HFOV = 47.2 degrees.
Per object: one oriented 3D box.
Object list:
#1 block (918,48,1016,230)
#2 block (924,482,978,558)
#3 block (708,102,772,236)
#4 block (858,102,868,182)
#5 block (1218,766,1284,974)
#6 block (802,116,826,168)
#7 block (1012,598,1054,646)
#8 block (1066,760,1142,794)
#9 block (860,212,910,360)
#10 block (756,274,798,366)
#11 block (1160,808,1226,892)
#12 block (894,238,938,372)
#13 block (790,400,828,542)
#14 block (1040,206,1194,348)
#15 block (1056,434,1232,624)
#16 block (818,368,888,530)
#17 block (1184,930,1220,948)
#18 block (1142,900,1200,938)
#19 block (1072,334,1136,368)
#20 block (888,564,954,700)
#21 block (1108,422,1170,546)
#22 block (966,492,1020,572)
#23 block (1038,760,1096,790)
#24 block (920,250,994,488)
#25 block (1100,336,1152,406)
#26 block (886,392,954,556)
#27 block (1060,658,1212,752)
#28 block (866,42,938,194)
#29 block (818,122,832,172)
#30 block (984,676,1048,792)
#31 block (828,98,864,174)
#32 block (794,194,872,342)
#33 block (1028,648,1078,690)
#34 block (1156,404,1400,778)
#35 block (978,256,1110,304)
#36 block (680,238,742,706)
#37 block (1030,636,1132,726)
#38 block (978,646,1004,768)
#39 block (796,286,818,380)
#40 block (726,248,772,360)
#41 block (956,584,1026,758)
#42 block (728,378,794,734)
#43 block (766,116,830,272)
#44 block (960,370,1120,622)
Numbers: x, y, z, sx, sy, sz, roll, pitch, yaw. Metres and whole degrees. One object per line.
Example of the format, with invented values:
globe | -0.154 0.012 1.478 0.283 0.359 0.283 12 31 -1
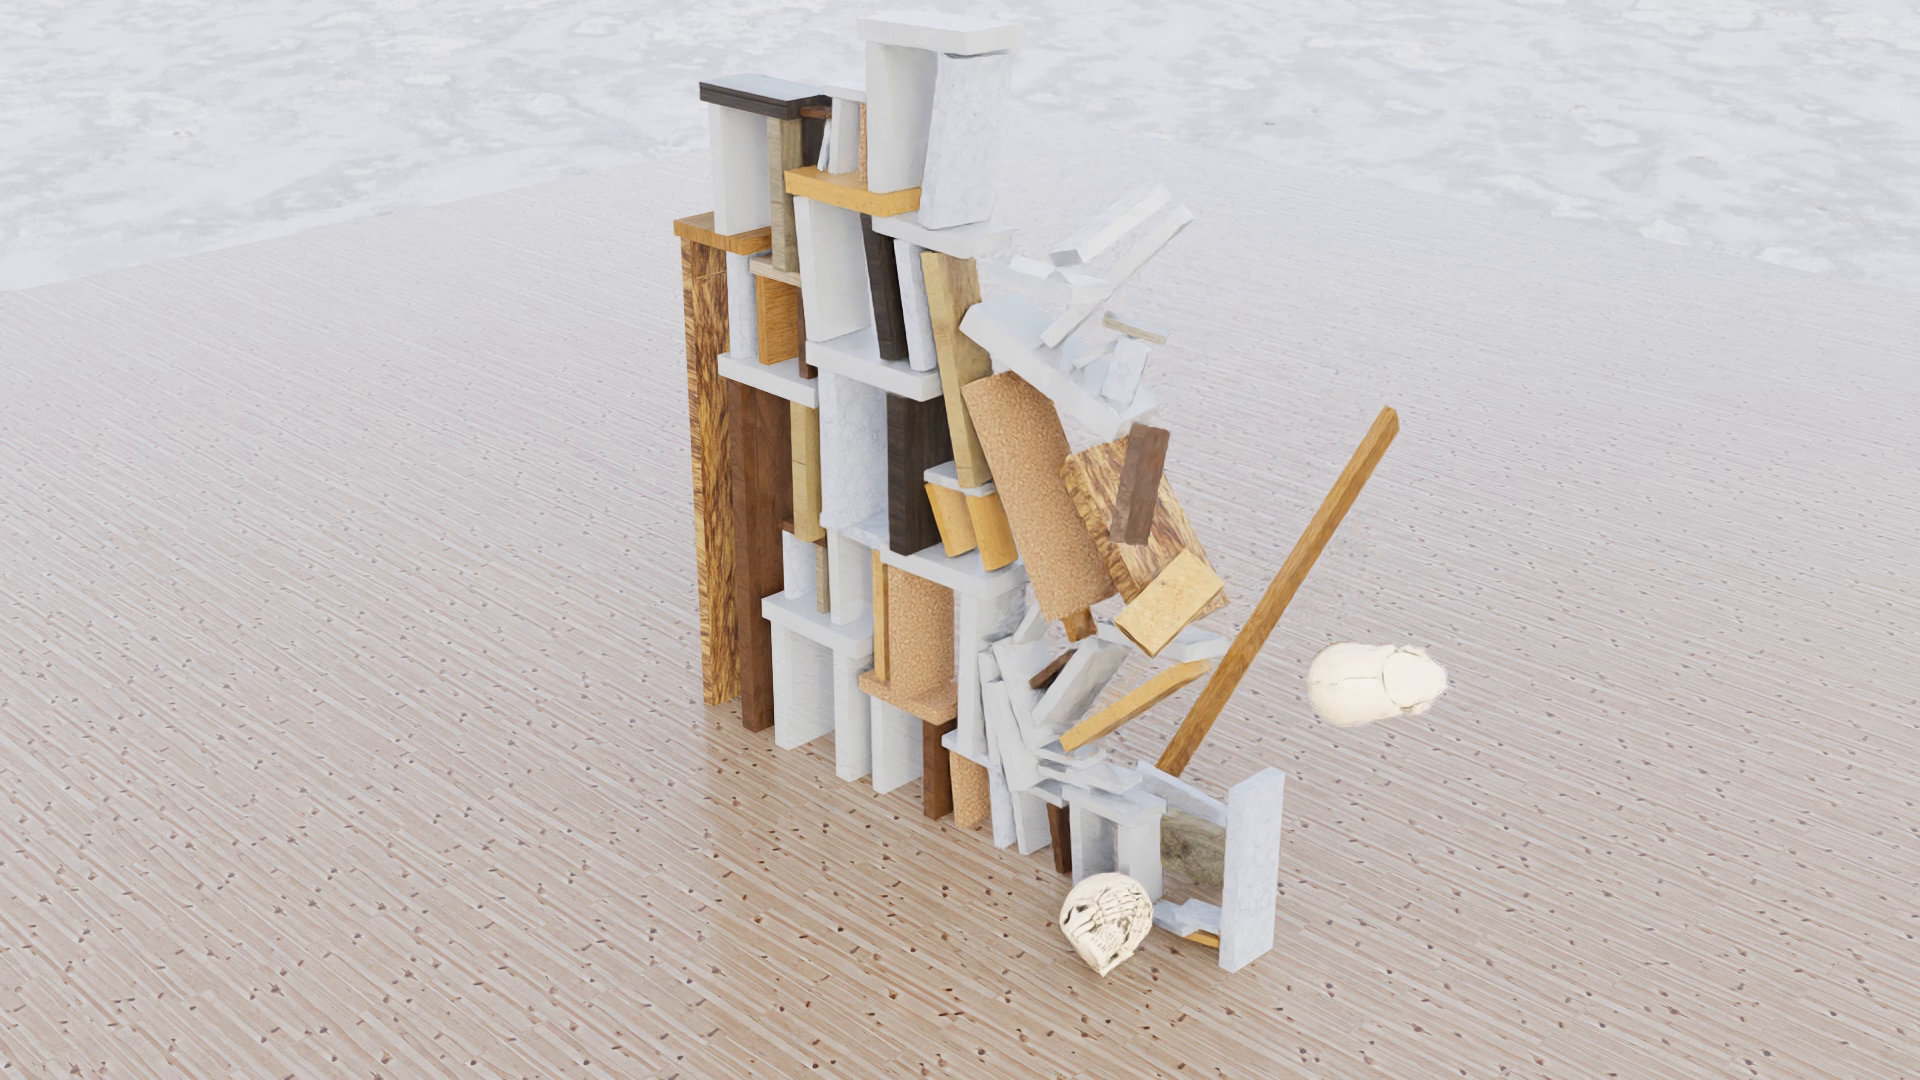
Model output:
block | 0.011 -0.710 3.887 0.136 0.313 0.039 -15 37 -35
block | -0.013 -0.048 4.204 0.073 0.146 0.021 -22 6 -41
block | -0.433 -0.749 4.383 0.131 0.261 0.037 -21 30 -41
block | -0.155 -0.739 4.072 0.020 0.142 0.071 18 26 35
block | 0.518 0.588 3.909 0.115 0.364 0.033 -21 31 -41
block | -0.278 -0.669 4.242 0.049 0.305 0.014 -20 30 -39
block | 0.152 0.143 4.131 0.065 0.130 0.018 -11 53 -41
block | 0.267 0.440 4.110 0.130 0.018 0.065 13 26 41
block | -0.103 -0.491 4.136 0.140 0.280 0.040 -19 18 -38
block | -0.364 -0.453 4.428 0.093 0.185 0.026 -21 31 -41
block | 0.479 0.594 4.125 0.230 0.115 0.033 18 28 37
block | -0.053 -0.448 4.079 0.035 0.245 0.122 7 22 42
block | -0.269 -0.156 4.450 0.148 0.295 0.042 -21 31 -40
block | 0.280 -0.468 3.918 0.030 0.329 0.105 48 22 1
block | 0.330 -0.009 3.953 0.178 0.355 0.050 -20 -11 -35
block | -0.202 -0.199 4.348 0.045 0.330 0.160 20 30 39
block | 0.462 0.718 4.022 0.059 0.017 0.117 -21 21 -41
block | 0.396 0.699 4.062 0.058 0.017 0.117 -19 19 -31
block | 0.261 -0.342 3.931 0.116 0.016 0.058 -25 3 27
block | -0.076 0.164 4.353 0.040 0.282 0.141 21 31 40
block | 0.279 -0.085 3.417 0.026 0.184 0.092 13 4 28
block | 0.061 -0.022 4.136 0.073 0.146 0.021 -22 11 -41
block | 0.217 0.440 4.177 0.130 0.018 0.065 14 26 43
block | 0.010 -0.325 4.049 0.035 0.443 0.122 2 20 33
block | 0.291 -0.298 3.876 0.058 0.116 0.016 25 35 11
block | -0.065 -0.144 4.205 0.045 0.320 0.160 20 30 40
block | 0.321 0.301 4.045 0.109 0.031 0.315 -16 -16 -46
block | -0.104 -0.777 3.995 0.136 0.273 0.039 -19 29 -38
block | -0.238 -0.745 4.151 0.049 0.097 0.014 -20 48 -39
block | 0.118 0.361 4.205 0.107 0.214 0.030 -21 12 -42
block | -0.210 -0.762 4.127 0.020 0.142 0.071 26 31 38
block | -0.245 -0.537 4.246 0.040 0.280 0.140 13 25 41
block | 0.193 0.241 4.130 0.065 0.130 0.018 -2 62 -41
block | 0.634 0.115 4.390 0.026 0.092 0.893 29 79 24
block | 0.146 -0.454 3.826 0.211 0.030 0.105 22 24 37
block | -0.521 -0.140 4.726 0.031 1.065 0.110 21 31 41
block | 0.229 0.261 4.103 0.109 0.219 0.031 -6 51 -41
block | 0.094 0.310 4.243 0.030 0.232 0.107 11 24 44
block | -0.277 -0.418 4.347 0.093 0.185 0.026 -21 31 -41
block | -0.418 -0.488 4.466 0.110 0.221 0.031 -21 31 -41
block | 0.062 0.239 4.261 0.040 0.352 0.141 23 32 39
block | -0.407 0.024 4.677 0.042 0.803 0.148 21 31 41
block | -0.309 -0.682 4.278 0.037 0.301 0.130 20 30 40
block | 0.152 -0.091 4.056 0.050 0.457 0.178 -20 1 42
